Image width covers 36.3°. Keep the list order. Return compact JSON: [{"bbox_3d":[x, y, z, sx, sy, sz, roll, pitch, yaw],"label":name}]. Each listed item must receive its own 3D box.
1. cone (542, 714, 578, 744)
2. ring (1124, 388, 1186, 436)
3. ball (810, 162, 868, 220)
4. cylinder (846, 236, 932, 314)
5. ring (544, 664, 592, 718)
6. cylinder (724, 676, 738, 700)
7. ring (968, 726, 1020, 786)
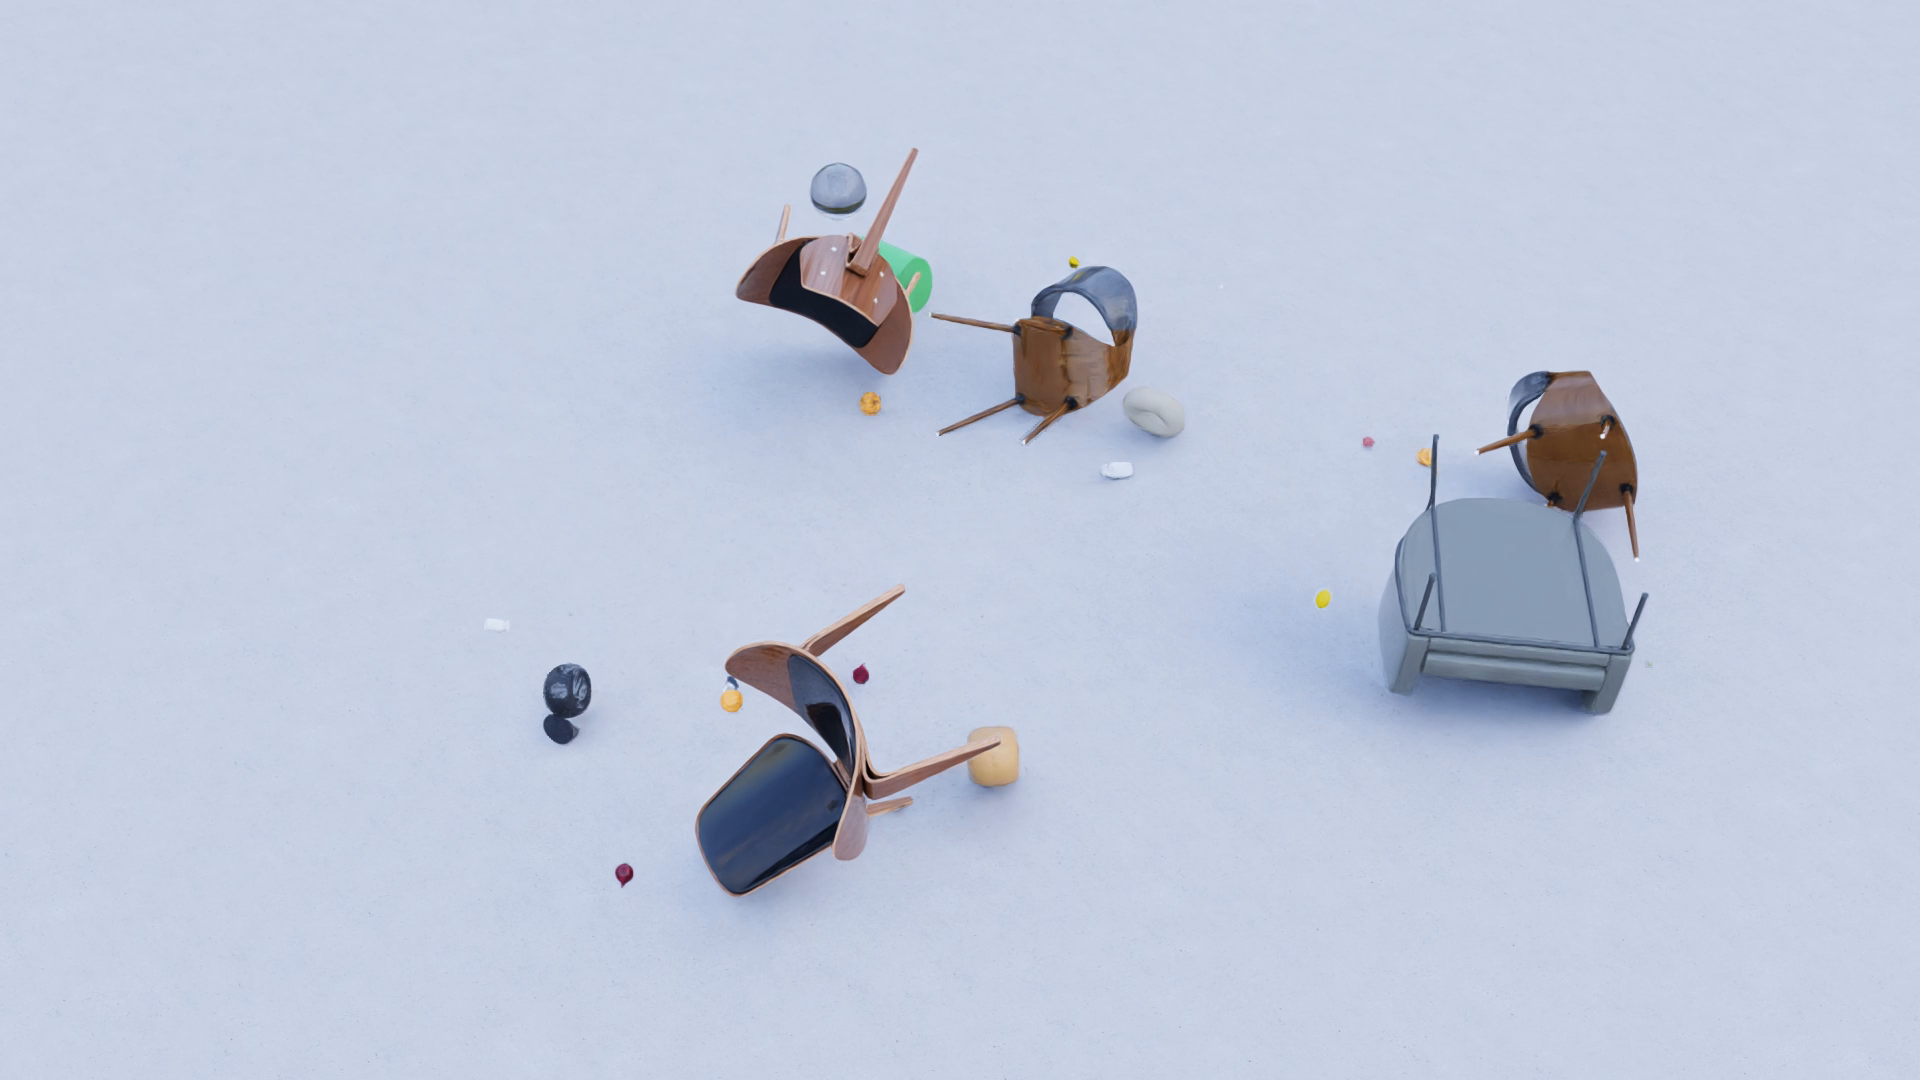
[{"bbox_3d":[-1.326,0.641,9.933,0.162,0.094,0.095,21,11,41],"label":"cone"},{"bbox_3d":[0.762,-0.502,11.483,0.264,0.272,0.092,24,69,9],"label":"ring"},{"bbox_3d":[-0.505,-1.446,12.165,0.239,0.239,0.239,0,33,0],"label":"ball"},{"bbox_3d":[-0.301,-1.127,12.418,0.305,0.263,0.215,26,58,34],"label":"cylinder"},{"bbox_3d":[-1.329,0.511,9.942,0.105,0.183,0.212,-10,18,20],"label":"ring"},{"bbox_3d":[-0.788,0.510,10.087,0.034,0.073,0.058,-24,68,-27],"label":"cylinder"},{"bbox_3d":[0.109,0.705,9.579,0.160,0.198,0.448,-3,0,2],"label":"ring"}]
